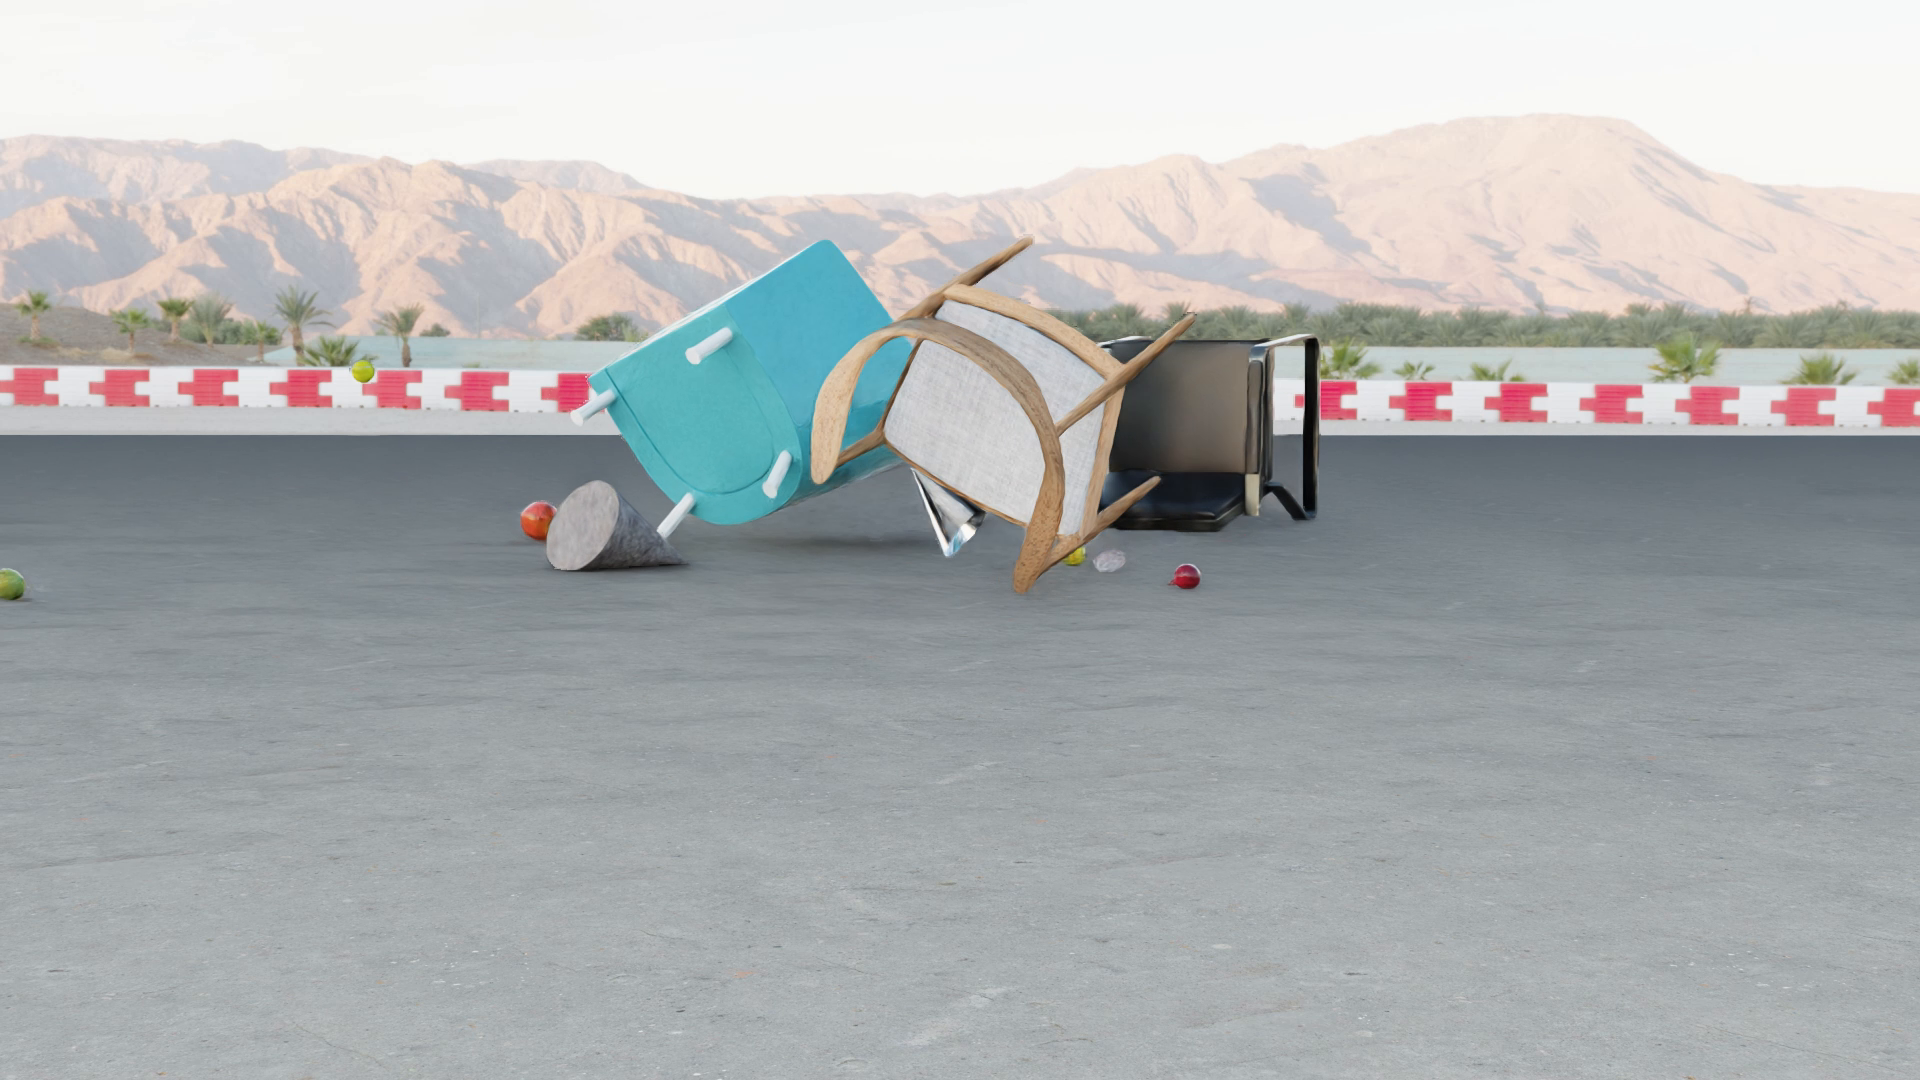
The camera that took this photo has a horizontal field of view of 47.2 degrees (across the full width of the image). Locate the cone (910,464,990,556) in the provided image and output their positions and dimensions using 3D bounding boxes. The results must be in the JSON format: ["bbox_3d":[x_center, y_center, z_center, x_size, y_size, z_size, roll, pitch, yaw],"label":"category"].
[{"bbox_3d":[-0.053,-0.105,5.389,0.095,0.228,0.193,-20,-27,-49],"label":"cone"}]

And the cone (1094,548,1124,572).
[{"bbox_3d":[0.377,0.063,5.416,0.080,0.067,0.063,-11,-29,18],"label":"cone"}]

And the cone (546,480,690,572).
[{"bbox_3d":[-0.814,0.013,5.546,0.341,0.229,0.300,22,-27,-40],"label":"cone"}]
